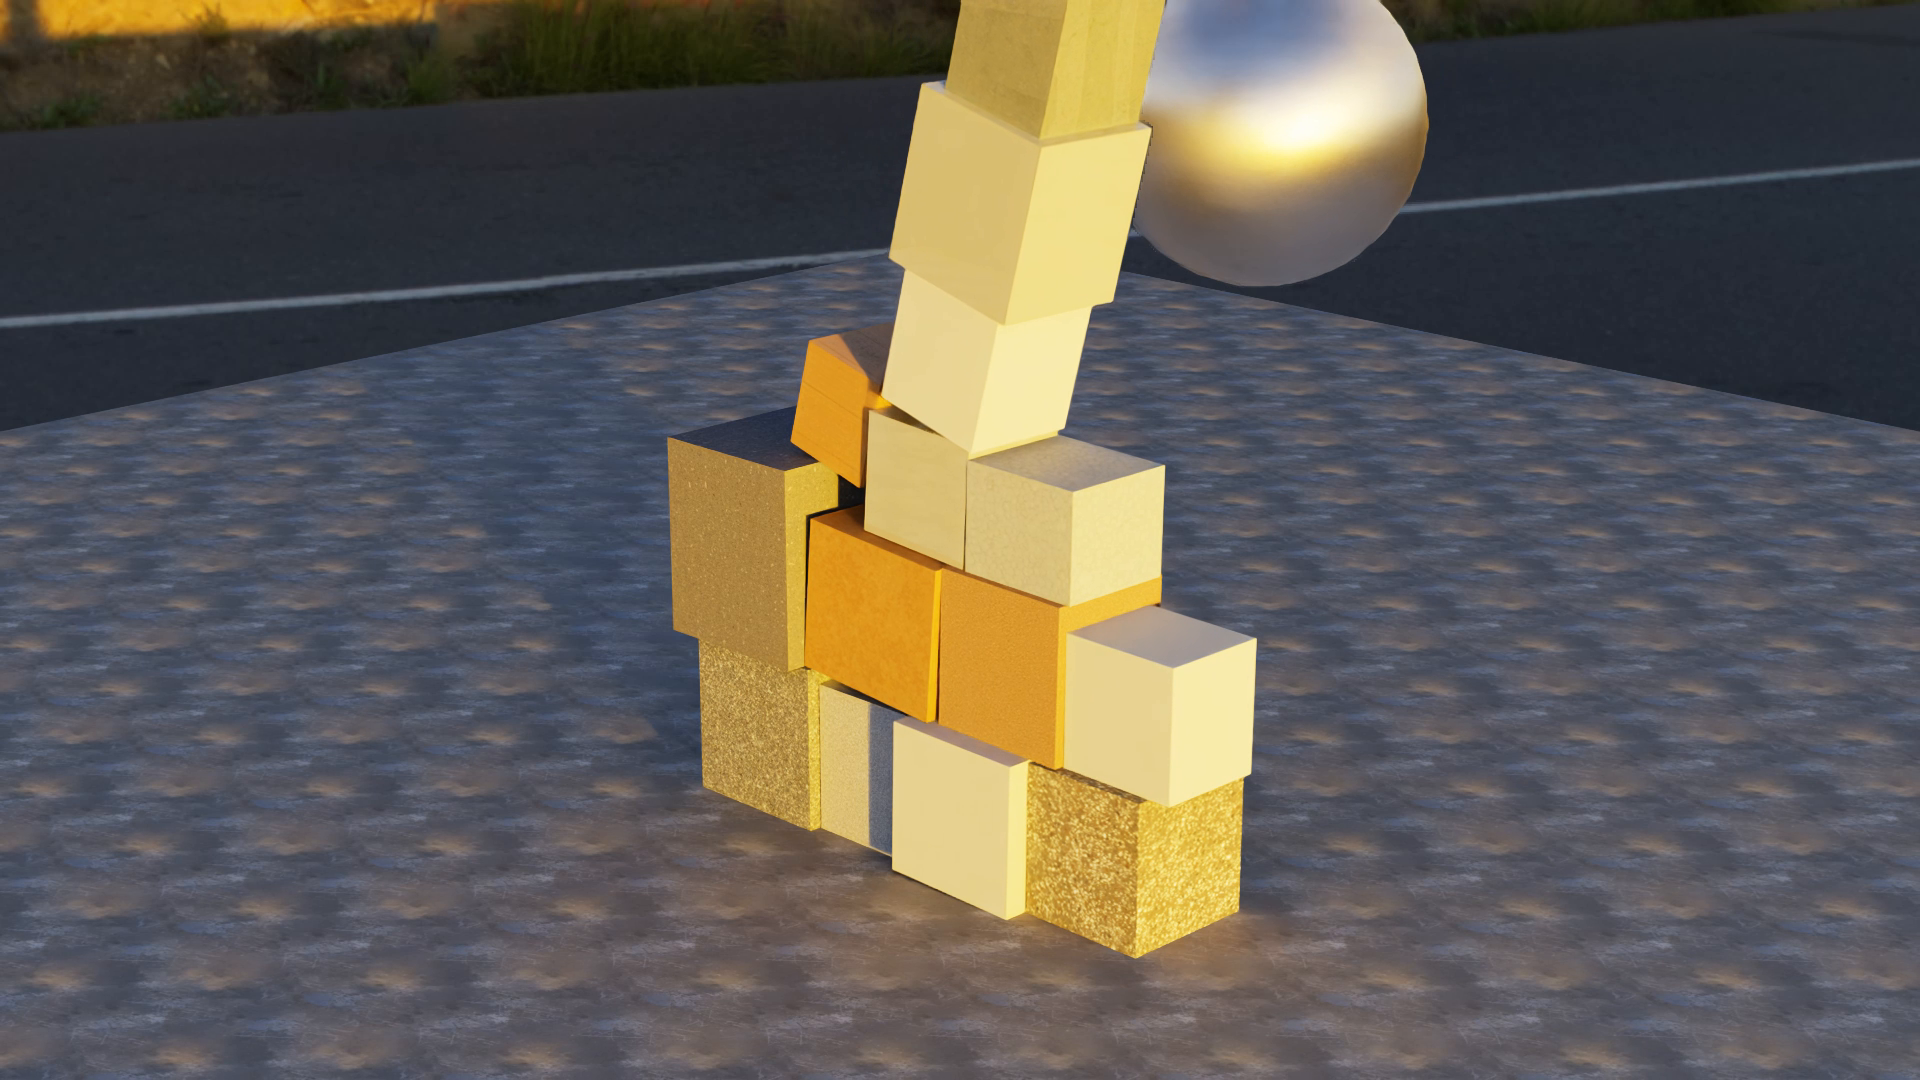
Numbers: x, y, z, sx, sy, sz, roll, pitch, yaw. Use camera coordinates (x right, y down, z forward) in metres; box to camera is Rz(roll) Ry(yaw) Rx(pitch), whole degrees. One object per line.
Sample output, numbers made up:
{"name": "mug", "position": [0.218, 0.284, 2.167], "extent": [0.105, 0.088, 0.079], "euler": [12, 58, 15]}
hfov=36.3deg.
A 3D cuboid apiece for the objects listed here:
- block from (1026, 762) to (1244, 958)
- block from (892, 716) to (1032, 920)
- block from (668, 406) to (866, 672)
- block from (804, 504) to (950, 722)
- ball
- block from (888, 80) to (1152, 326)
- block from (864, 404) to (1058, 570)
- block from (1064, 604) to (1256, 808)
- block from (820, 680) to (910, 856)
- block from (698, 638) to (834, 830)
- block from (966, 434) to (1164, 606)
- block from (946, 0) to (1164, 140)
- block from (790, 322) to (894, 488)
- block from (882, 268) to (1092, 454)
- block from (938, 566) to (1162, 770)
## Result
{"name": "block", "position": [0.770, 1.315, 12.957], "extent": [0.689, 0.718, 0.653], "euler": [-17, 24, -42]}
{"name": "block", "position": [0.262, 1.159, 13.411], "extent": [0.873, 0.731, 0.732], "euler": [-17, 25, -42]}
{"name": "block", "position": [-0.768, -0.038, 14.140], "extent": [0.931, 0.972, 0.837], "euler": [-17, 24, -42]}
{"name": "block", "position": [-0.153, 0.283, 13.613], "extent": [0.753, 0.735, 0.822], "euler": [-17, 29, -42]}
{"name": "ball", "position": [1.467, -2.031, 14.241], "extent": [1.600, 1.600, 1.600], "euler": [0, 17, 0]}
{"name": "block", "position": [0.251, -1.486, 12.593], "extent": [0.678, 0.810, 0.727], "euler": [-17, 39, -42]}
{"name": "block", "position": [0.001, -0.286, 13.262], "extent": [0.631, 0.573, 0.570], "euler": [22, 27, 40]}
{"name": "block", "position": [0.859, 0.707, 12.651], "extent": [0.538, 0.625, 0.609], "euler": [-17, 25, -42]}
{"name": "block", "position": [-0.203, 1.016, 13.898], "extent": [0.690, 0.729, 0.604], "euler": [-17, 24, -42]}
{"name": "block", "position": [-0.703, 0.827, 14.362], "extent": [0.814, 0.811, 0.789], "euler": [-17, 24, -42]}
{"name": "block", "position": [0.457, -0.094, 12.849], "extent": [0.631, 0.514, 0.586], "euler": [18, 25, 42]}
{"name": "block", "position": [0.403, -2.113, 12.272], "extent": [0.605, 0.631, 0.571], "euler": [-17, 39, -42]}
{"name": "block", "position": [-0.395, -0.629, 13.578], "extent": [0.508, 0.528, 0.485], "euler": [-17, 40, -43]}
{"name": "block", "position": [0.117, -0.852, 12.929], "extent": [0.590, 0.651, 0.586], "euler": [-17, 39, -42]}
{"name": "block", "position": [0.398, 0.491, 13.086], "extent": [0.662, 0.746, 0.717], "euler": [-17, 25, -42]}
